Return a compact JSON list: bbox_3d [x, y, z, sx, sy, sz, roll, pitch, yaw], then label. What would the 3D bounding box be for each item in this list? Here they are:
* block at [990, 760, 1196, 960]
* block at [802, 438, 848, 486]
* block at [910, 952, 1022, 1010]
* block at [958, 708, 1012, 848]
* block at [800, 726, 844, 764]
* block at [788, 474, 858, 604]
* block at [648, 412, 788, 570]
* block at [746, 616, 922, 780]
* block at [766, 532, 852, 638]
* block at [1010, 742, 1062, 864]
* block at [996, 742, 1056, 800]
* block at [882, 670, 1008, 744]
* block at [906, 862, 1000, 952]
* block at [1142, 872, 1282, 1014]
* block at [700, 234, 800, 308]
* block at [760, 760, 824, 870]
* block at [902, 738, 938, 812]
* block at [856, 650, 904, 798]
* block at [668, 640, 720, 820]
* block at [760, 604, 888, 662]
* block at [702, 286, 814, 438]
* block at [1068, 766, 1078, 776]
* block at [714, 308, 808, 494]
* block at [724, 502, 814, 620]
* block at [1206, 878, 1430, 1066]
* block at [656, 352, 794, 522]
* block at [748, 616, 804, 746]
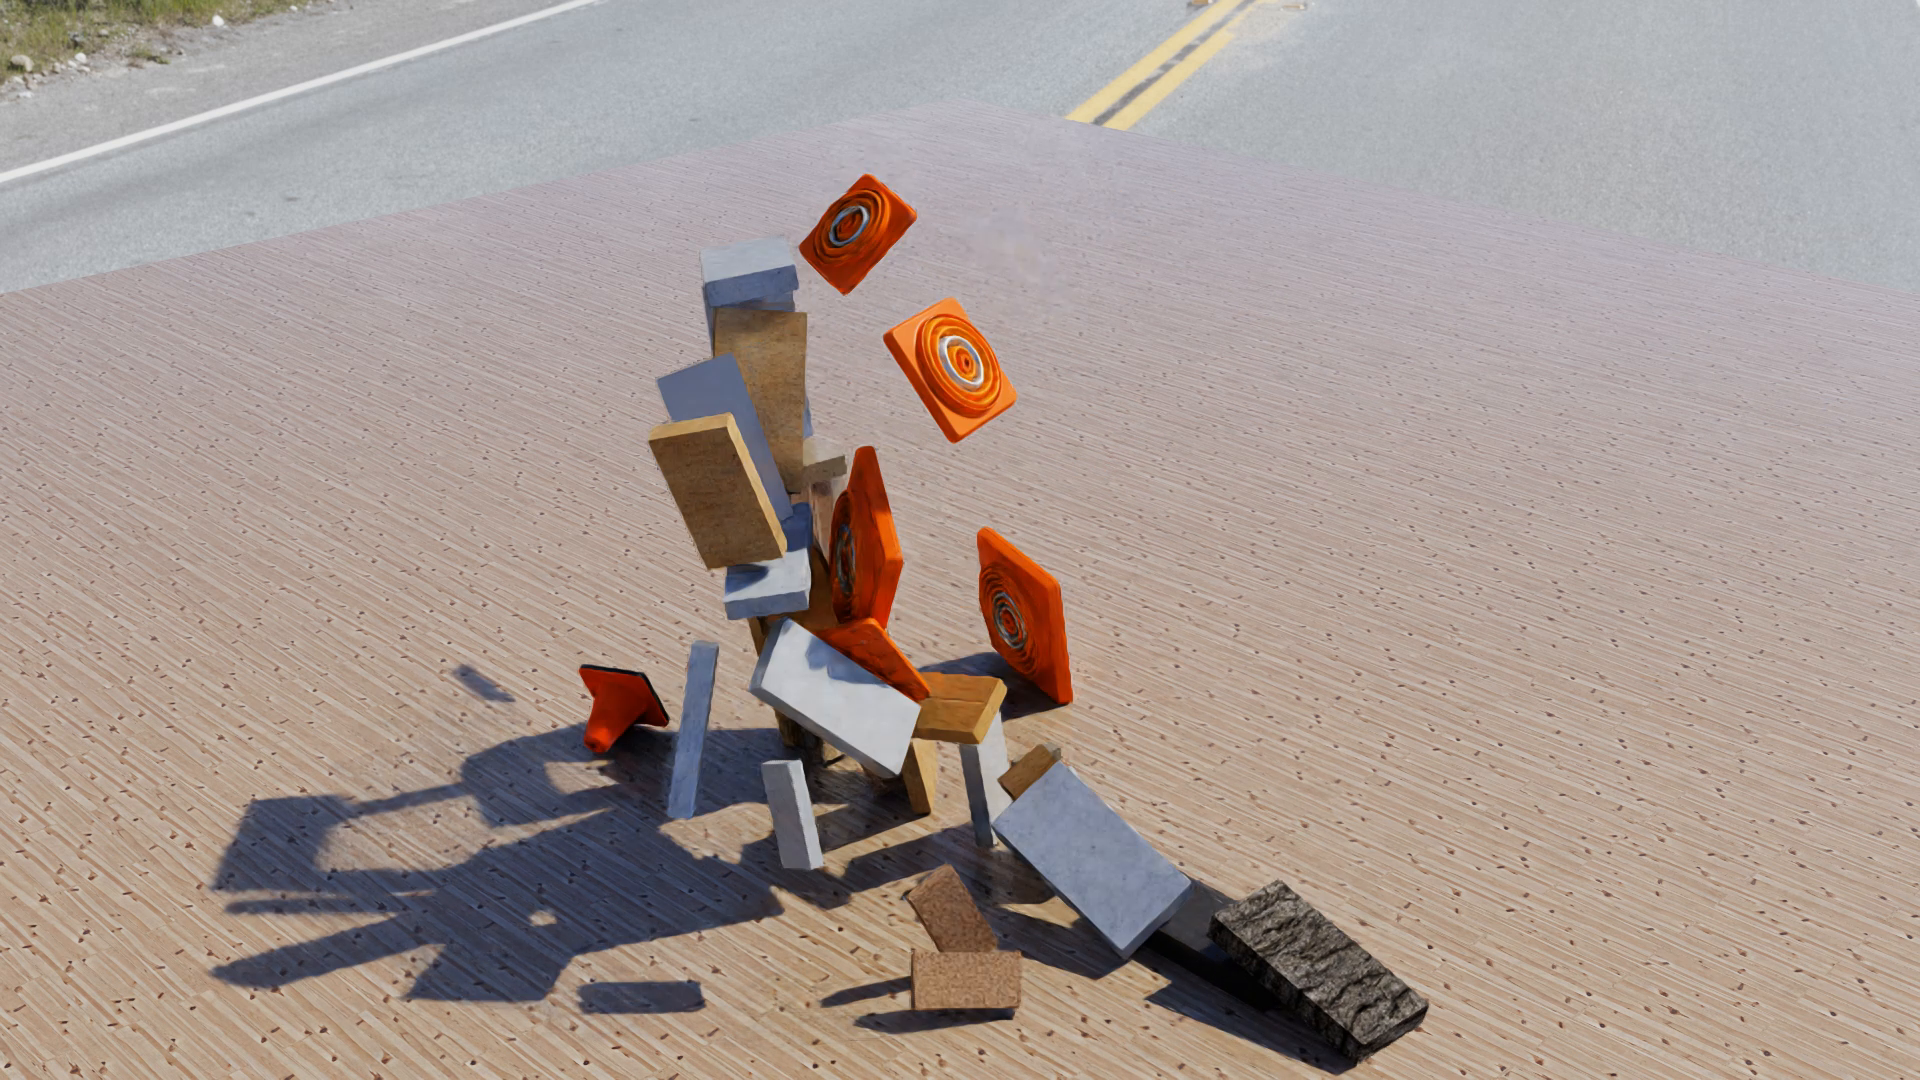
[{"bbox_3d":[0.241,0.584,4.041,0.178,0.050,0.356,-41,59,-13],"label":"block"},{"bbox_3d":[-0.366,-0.170,4.546,0.143,0.041,0.286,-18,23,-27],"label":"block"},{"bbox_3d":[0.011,0.763,3.809,0.190,0.095,0.027,1,-14,-13],"label":"block"},{"bbox_3d":[0.053,0.458,4.305,0.038,0.266,0.133,5,38,19],"label":"block"},{"bbox_3d":[-0.288,0.305,4.663,0.151,0.302,0.043,-21,9,-41],"label":"block"},{"bbox_3d":[-0.291,0.011,4.512,0.041,0.286,0.143,16,30,43],"label":"block"},{"bbox_3d":[-0.437,-0.086,3.989,0.152,0.304,0.043,-9,37,16],"label":"block"},{"bbox_3d":[-0.230,0.295,4.081,0.043,0.341,0.150,-21,42,47],"label":"block"},{"bbox_3d":[-0.331,0.086,4.377,0.150,0.301,0.043,-15,45,7],"label":"block"},{"bbox_3d":[0.151,0.512,4.278,0.107,0.214,0.030,-20,27,-39],"label":"block"},{"bbox_3d":[0.180,0.503,4.175,0.107,0.214,0.030,-39,-3,-16],"label":"block"},{"bbox_3d":[-0.052,0.320,4.237,0.266,0.038,0.133,2,48,34],"label":"block"},{"bbox_3d":[-0.013,0.674,3.898,0.095,0.190,0.027,-37,27,-17],"label":"block"},{"bbox_3d":[0.453,0.716,4.007,0.178,0.050,0.415,-20,30,-39],"label":"block"},{"bbox_3d":[-0.418,-0.533,4.336,0.173,0.049,0.347,-12,19,-4],"label":"block"},{"bbox_3d":[-0.295,0.482,3.861,0.027,0.190,0.095,-13,2,-37],"label":"block"},{"bbox_3d":[-0.092,0.411,4.410,0.038,0.266,0.133,-3,44,11],"label":"block"},{"bbox_3d":[-0.174,0.363,4.551,0.151,0.301,0.043,-25,-2,-40],"label":"block"},{"bbox_3d":[-0.475,0.336,3.925,0.043,0.304,0.152,8,0,-4],"label":"block"},{"bbox_3d":[-0.304,0.160,4.582,0.151,0.043,0.301,-21,41,-37],"label":"block"},{"bbox_3d":[-0.410,-0.362,4.484,0.173,0.363,0.049,-20,29,-25],"label":"block"},{"bbox_3d":[0.219,0.551,4.226,0.107,0.214,0.030,-20,-10,-39],"label":"block"},{"bbox_3d":[-0.387,-0.264,4.205,0.173,0.346,0.049,2,-2,-10],"label":"block"},{"bbox_3d":[-0.357,0.036,4.132,0.150,0.043,0.301,-8,34,3],"label":"block"},{"bbox_3d":[0.619,0.746,3.825,0.178,0.050,0.355,-19,44,-38],"label":"block"},{"bbox_3d":[-0.440,-0.173,4.127,0.152,0.327,0.043,-21,1,-6],"label":"block"},{"bbox_3d":[-0.396,0.121,4.718,0.143,0.630,0.041,-19,6,-38],"label":"block"}]
